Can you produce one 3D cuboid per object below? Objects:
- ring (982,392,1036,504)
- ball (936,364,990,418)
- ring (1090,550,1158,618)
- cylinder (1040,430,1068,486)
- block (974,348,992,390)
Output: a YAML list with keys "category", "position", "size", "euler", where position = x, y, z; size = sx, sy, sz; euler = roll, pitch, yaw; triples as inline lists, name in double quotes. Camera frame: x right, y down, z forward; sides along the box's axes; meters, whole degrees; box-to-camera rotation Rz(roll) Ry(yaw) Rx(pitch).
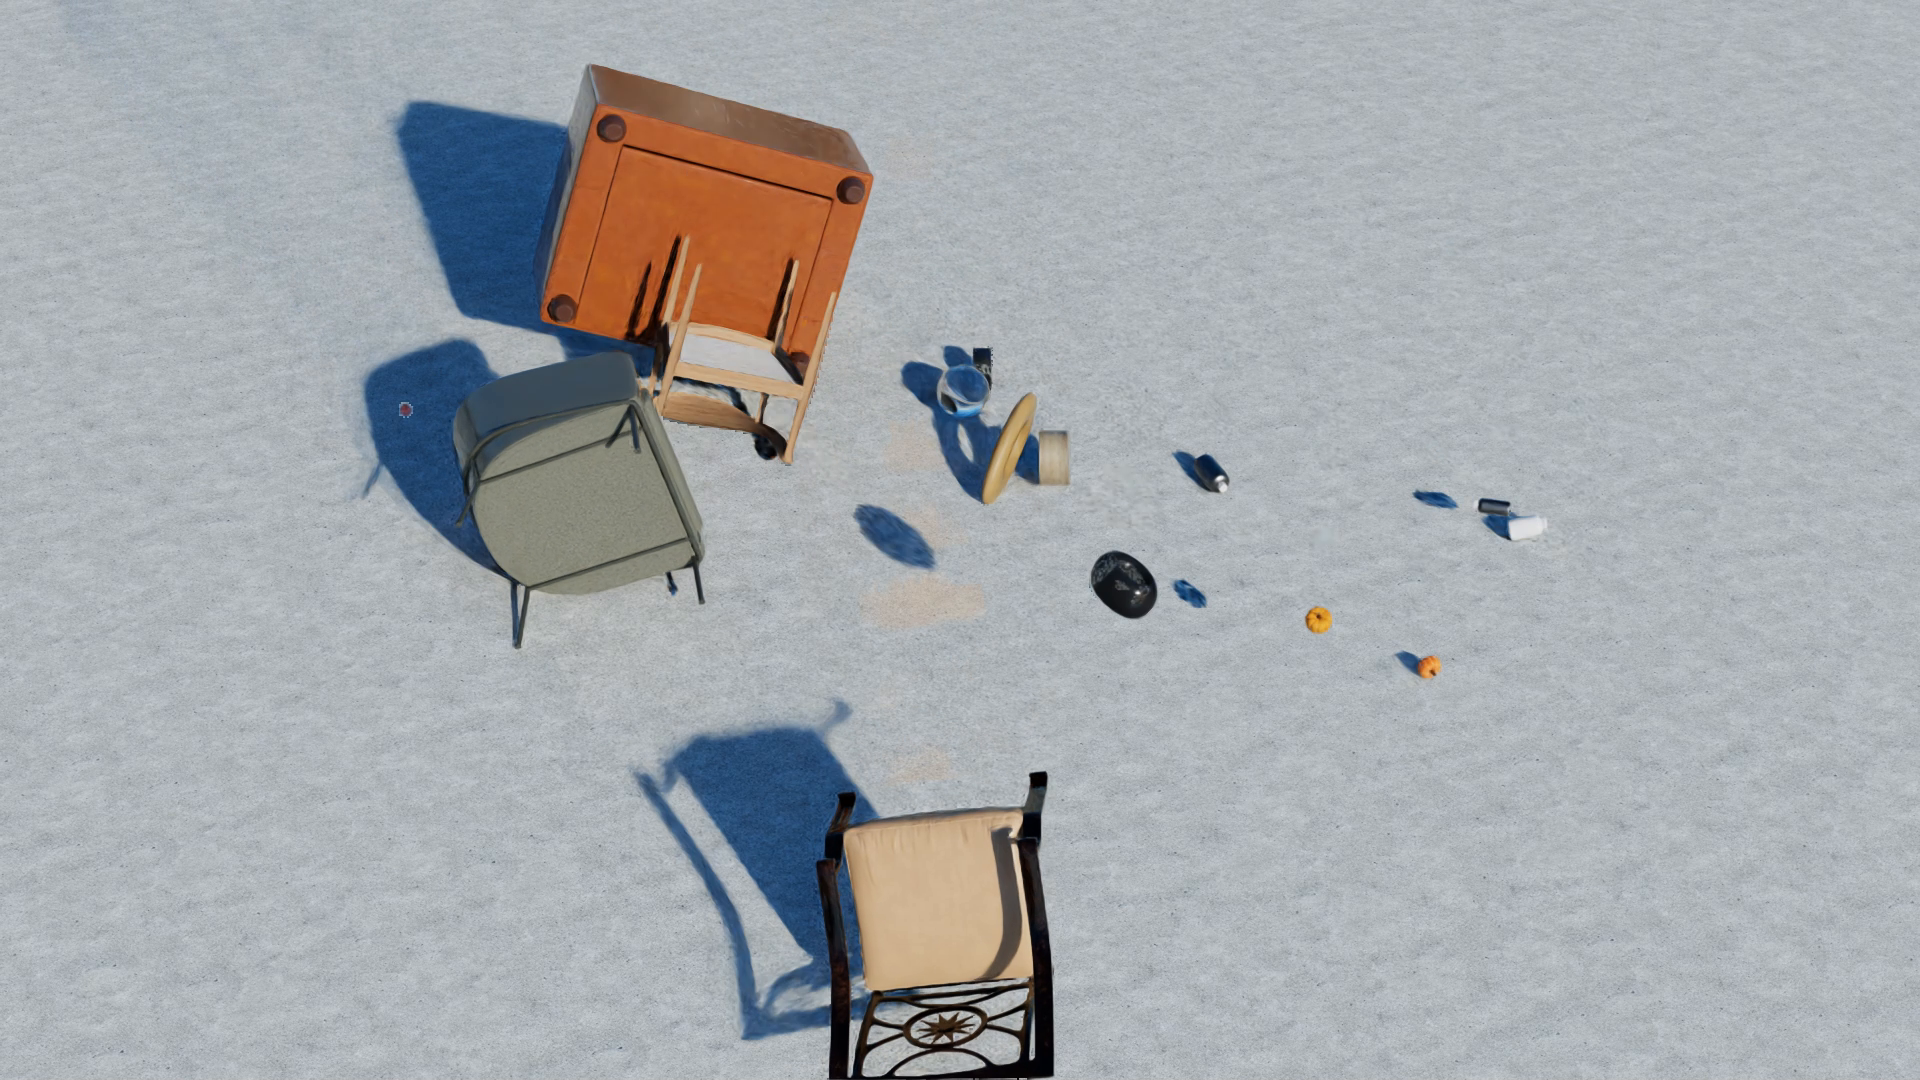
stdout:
- category: "ring"
  position: [0.187, -0.352, 11.173]
  size: [0.064, 0.237, 0.473]
  euler: [21, 77, 14]
- category: "ball"
  position: [0.012, -0.589, 11.645]
  size: [0.213, 0.213, 0.213]
  euler: [0, 33, 0]
- category: "ring"
  position: [0.523, 0.142, 9.331]
  size: [0.186, 0.127, 0.244]
  euler: [-5, 46, -49]
- category: "cylinder"
  position: [0.360, -0.313, 11.227]
  size: [0.109, 0.210, 0.201]
  euler: [0, 22, 3]
- category: "block"
  position: [0.091, -0.693, 11.883]
  size: [0.070, 0.124, 0.126]
  euler: [0, 33, 0]
